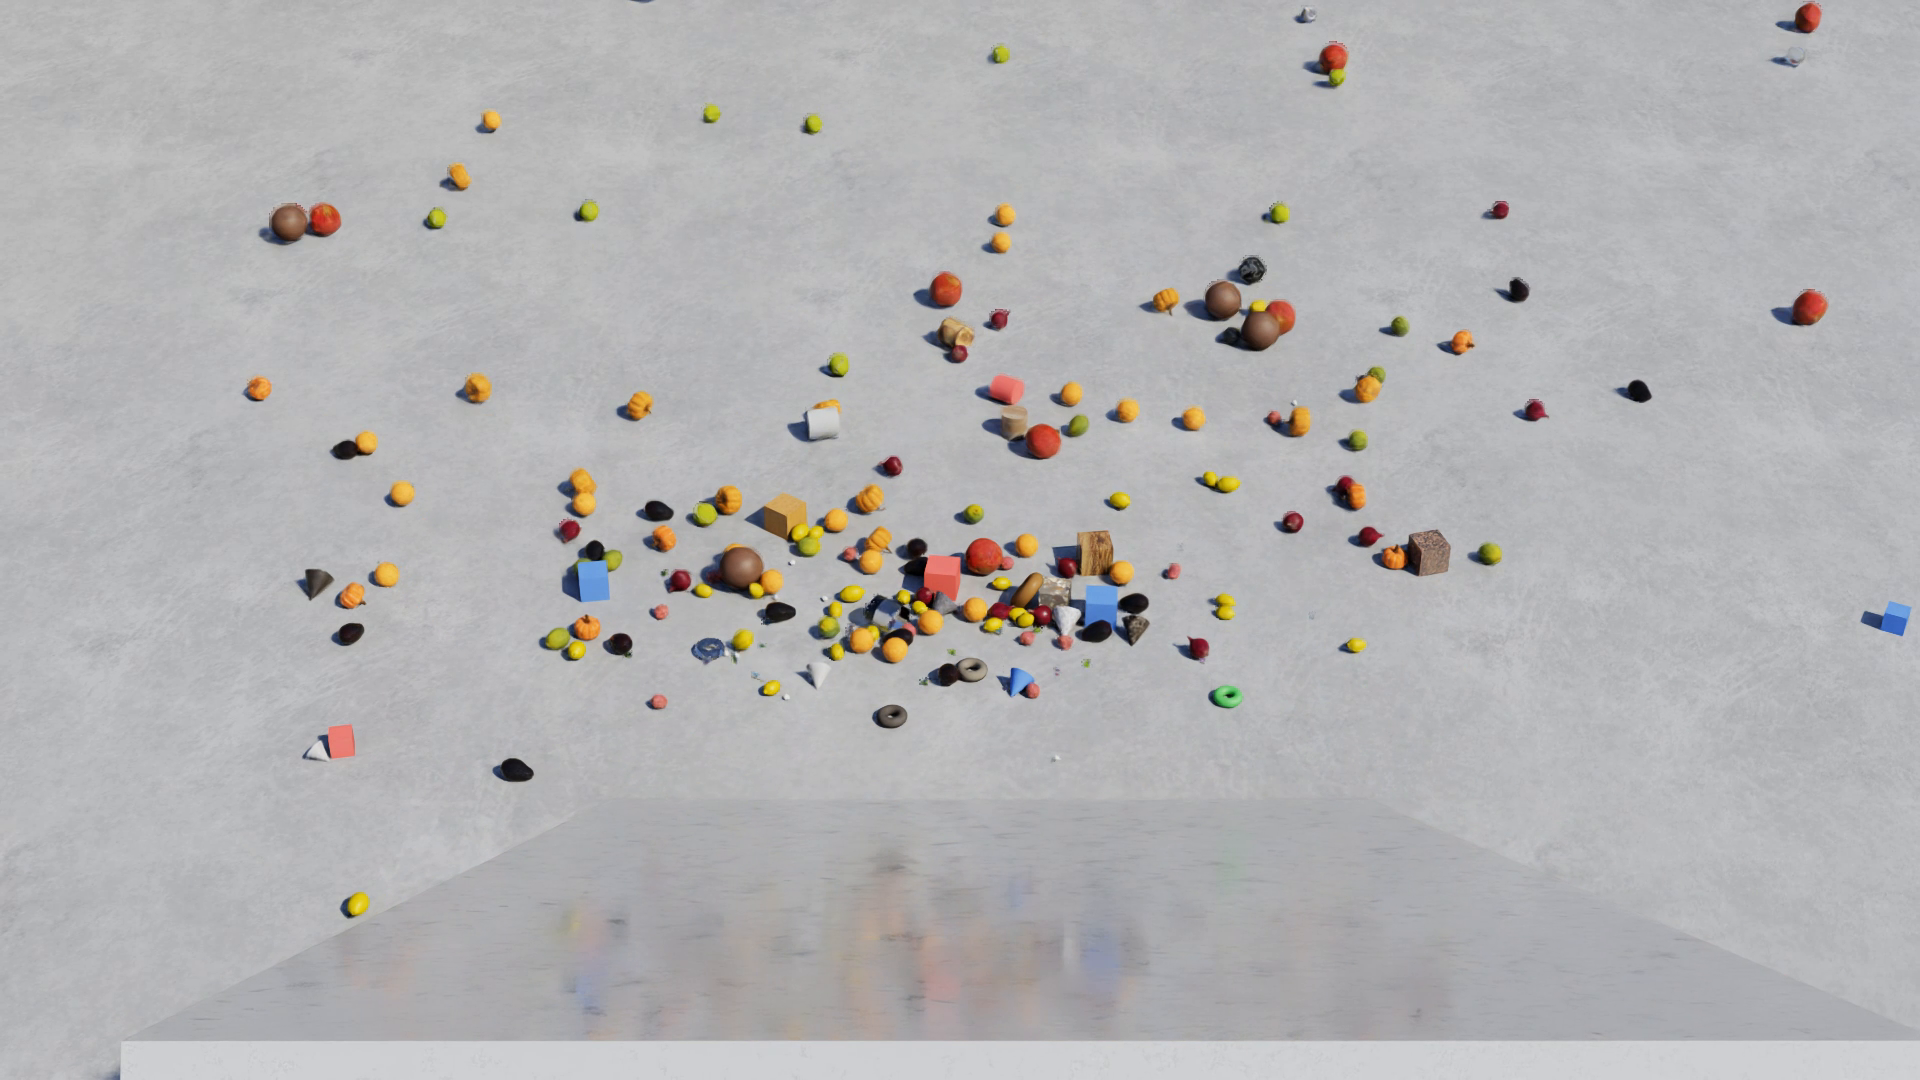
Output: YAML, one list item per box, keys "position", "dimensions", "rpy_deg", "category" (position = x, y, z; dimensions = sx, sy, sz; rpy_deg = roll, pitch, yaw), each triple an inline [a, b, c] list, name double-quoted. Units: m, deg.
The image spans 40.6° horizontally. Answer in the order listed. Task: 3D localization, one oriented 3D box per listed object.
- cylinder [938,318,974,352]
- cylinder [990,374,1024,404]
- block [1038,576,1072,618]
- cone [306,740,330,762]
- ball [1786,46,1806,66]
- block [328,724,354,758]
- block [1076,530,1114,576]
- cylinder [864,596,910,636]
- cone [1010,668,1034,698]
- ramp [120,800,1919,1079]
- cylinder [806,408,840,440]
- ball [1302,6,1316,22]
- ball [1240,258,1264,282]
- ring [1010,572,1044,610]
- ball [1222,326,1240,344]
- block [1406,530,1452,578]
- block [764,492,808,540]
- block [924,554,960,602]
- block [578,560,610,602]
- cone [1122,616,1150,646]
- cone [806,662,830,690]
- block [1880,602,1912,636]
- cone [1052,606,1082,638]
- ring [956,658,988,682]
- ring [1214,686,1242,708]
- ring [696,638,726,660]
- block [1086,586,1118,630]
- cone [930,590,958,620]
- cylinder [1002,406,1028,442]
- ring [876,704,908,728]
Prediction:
- position: [-0.016, -0.700, 8.864]
  dimensions: [0.088, 0.088, 0.088]
  rpy_deg: [30, 45, 35]
  category: "cylinder"
- position: [0.154, -0.497, 8.584]
  dimensions: [0.082, 0.082, 0.082]
  rpy_deg: [19, 40, 25]
  category: "cylinder"
- position: [0.280, 0.170, 7.642]
  dimensions: [0.084, 0.084, 0.084]
  rpy_deg: [6, 36, 8]
  category: "block"
- position: [-1.744, 0.589, 7.102]
  dimensions: [0.057, 0.057, 0.057]
  rpy_deg: [39, 45, 6]
  category: "cone"
- position: [3.439, -1.993, 10.694]
  dimensions: [0.078, 0.078, 0.078]
  rpy_deg: [0, 35, 0]
  category: "ball"
- position: [-1.695, 0.552, 7.123]
  dimensions: [0.062, 0.062, 0.062]
  rpy_deg: [-6, 36, -9]
  category: "block"
- position: [0.405, 0.040, 7.816]
  dimensions: [0.095, 0.095, 0.095]
  rpy_deg: [-4, 36, -6]
  category: "block"
- position: [-0.212, 0.220, 7.565]
  dimensions: [0.092, 0.092, 0.092]
  rpy_deg: [26, 43, 32]
  category: "cylinder"
- position: [0.160, 0.414, 7.342]
  dimensions: [0.077, 0.077, 0.077]
  rpy_deg: [19, 66, 24]
  category: "cone"
- position: [0.078, 0.668, 4.851]
  dimensions: [2.000, 0.100, 4.000]
  rpy_deg: [0, -2, 0]
  category: "ramp"
- position: [-0.443, -0.377, 8.403]
  dimensions: [0.097, 0.097, 0.097]
  rpy_deg: [-5, 36, -7]
  category: "cylinder"
- position: [1.483, -2.233, 11.043]
  dimensions: [0.067, 0.067, 0.067]
  rpy_deg: [0, 35, 0]
  category: "ball"
- position: [1.038, -0.959, 9.228]
  dimensions: [0.090, 0.090, 0.090]
  rpy_deg: [0, 35, 0]
  category: "ball"
- position: [0.197, 0.150, 7.648]
  dimensions: [0.043, 0.130, 0.130]
  rpy_deg: [39, 41, -4]
  category: "ring"
- position: [0.930, -0.699, 8.888]
  dimensions: [0.060, 0.060, 0.060]
  rpy_deg: [0, 35, 0]
  category: "ball"
- position: [1.410, 0.039, 7.818]
  dimensions: [0.094, 0.094, 0.094]
  rpy_deg: [-9, 36, -13]
  category: "block"
- position: [-0.535, -0.072, 7.977]
  dimensions: [0.092, 0.092, 0.092]
  rpy_deg: [24, 42, 30]
  category: "block"
- position: [-0.052, 0.113, 7.715]
  dimensions: [0.094, 0.094, 0.094]
  rpy_deg: [5, 36, 7]
  category: "block"
- position: [-1.086, 0.122, 7.709]
  dimensions: [0.084, 0.084, 0.084]
  rpy_deg: [-5, 36, -7]
  category: "block"
- position: [0.504, 0.274, 7.536]
  dimensions: [0.083, 0.083, 0.083]
  rpy_deg: [7, 63, 10]
  category: "cone"
- position: [-0.403, 0.395, 7.370]
  dimensions: [0.072, 0.072, 0.072]
  rpy_deg: [0, 62, 0]
  category: "cone"
- position: [2.729, 0.229, 7.576]
  dimensions: [0.064, 0.064, 0.064]
  rpy_deg: [17, 39, 22]
  category: "block"
- position: [0.307, 0.252, 7.565]
  dimensions: [0.088, 0.088, 0.088]
  rpy_deg: [4, 62, 6]
  category: "cone"
- position: [0.033, 0.370, 7.408]
  dimensions: [0.093, 0.031, 0.093]
  rpy_deg: [1, 35, -1]
  category: "ring"
- position: [0.754, 0.440, 7.311]
  dimensions: [0.083, 0.028, 0.083]
  rpy_deg: [-1, 36, 1]
  category: "ring"
- position: [-0.720, 0.314, 7.488]
  dimensions: [0.087, 0.029, 0.087]
  rpy_deg: [1, 36, -1]
  category: "ring"
- position: [0.413, 0.197, 7.597]
  dimensions: [0.091, 0.091, 0.091]
  rpy_deg: [2, 35, 3]
  category: "block"
- position: [-0.065, 0.207, 7.631]
  dimensions: [0.083, 0.083, 0.083]
  rpy_deg: [33, 73, 37]
  category: "cone"
- position: [0.176, -0.379, 8.415]
  dimensions: [0.085, 0.085, 0.085]
  rpy_deg: [0, 35, 0]
  category: "cylinder"
- position: [-0.189, 0.491, 7.239]
  dimensions: [0.087, 0.029, 0.087]
  rpy_deg: [-1, 35, 1]
  category: "ring"
